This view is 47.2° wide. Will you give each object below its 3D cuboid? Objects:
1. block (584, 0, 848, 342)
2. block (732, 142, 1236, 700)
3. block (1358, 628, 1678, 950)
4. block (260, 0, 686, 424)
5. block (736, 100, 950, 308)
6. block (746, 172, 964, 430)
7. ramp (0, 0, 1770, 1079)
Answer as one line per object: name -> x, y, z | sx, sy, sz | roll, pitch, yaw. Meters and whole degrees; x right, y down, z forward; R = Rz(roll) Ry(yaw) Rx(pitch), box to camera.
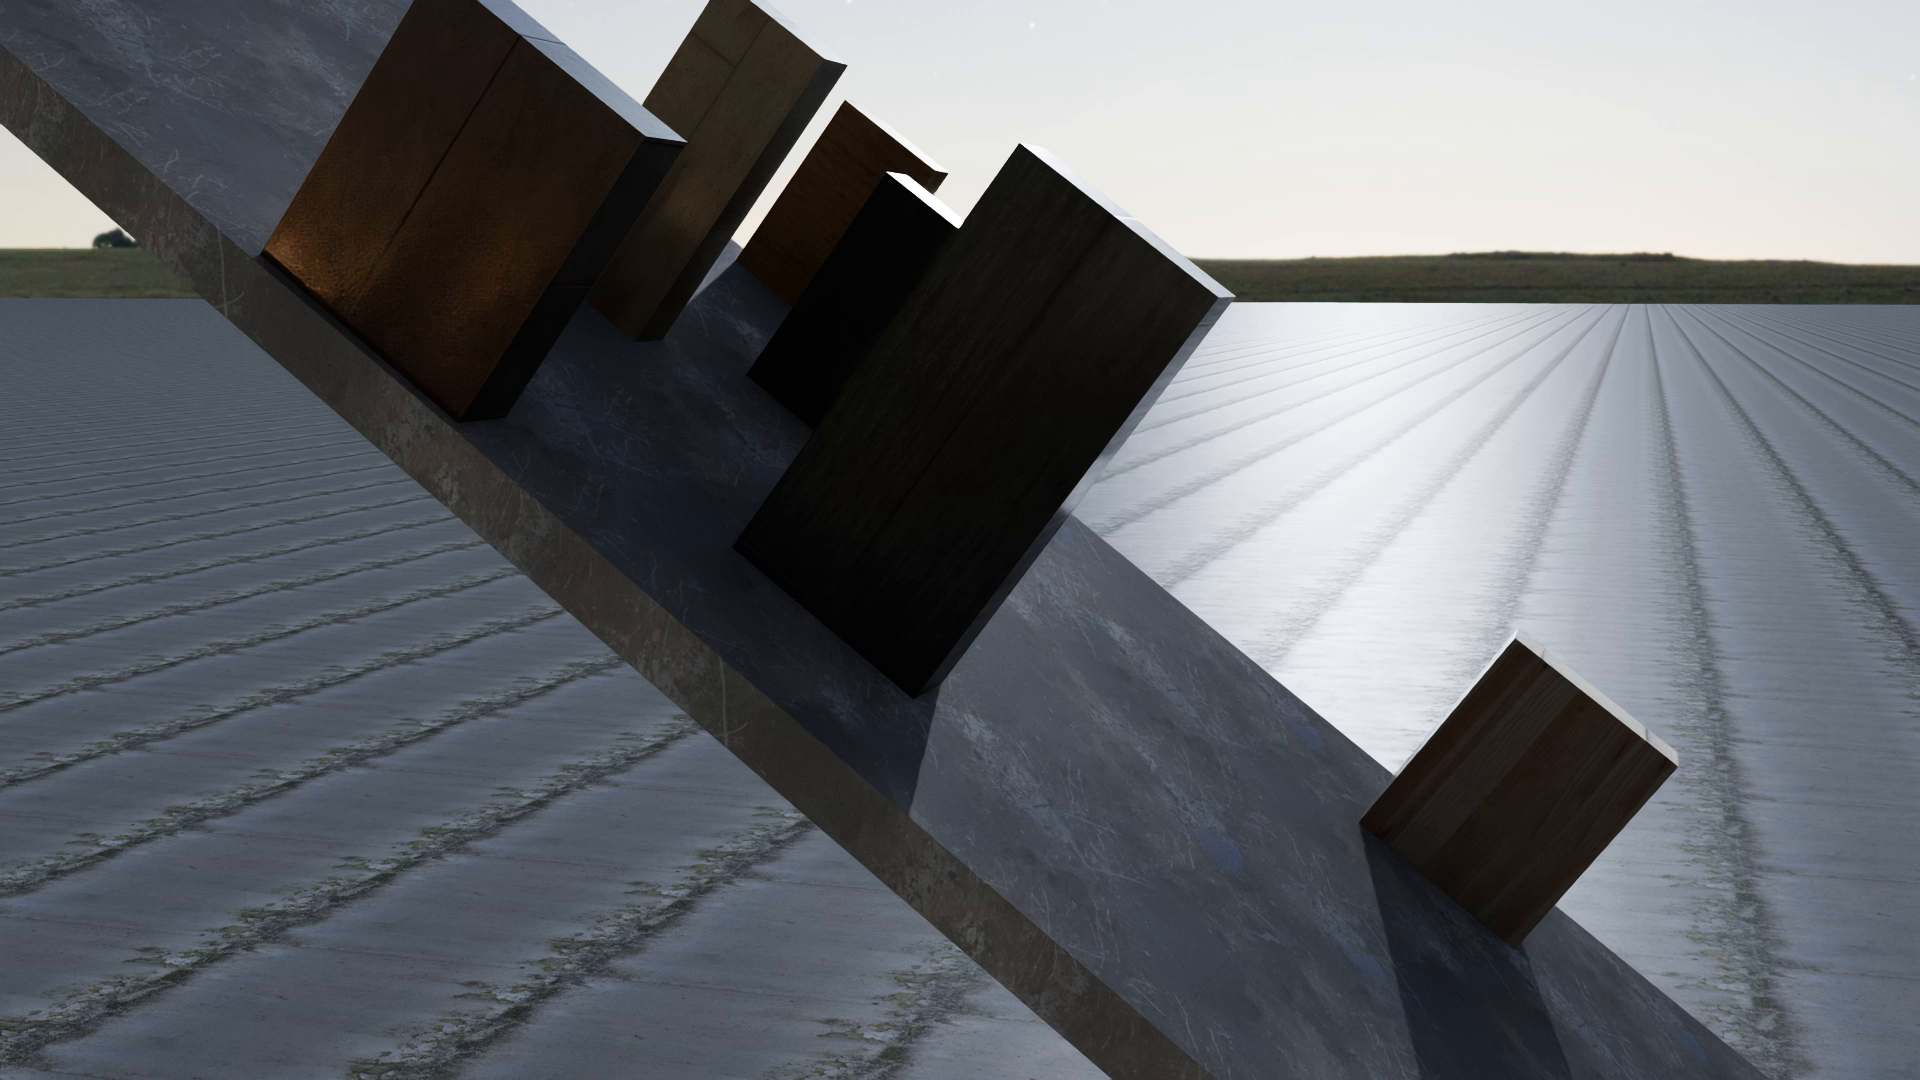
block -> -0.494, -0.691, 4.052 | 0.241, 0.628, 0.122 | 39, 16, 9
block -> 0.029, -0.180, 3.423 | 0.380, 0.783, 0.144 | 39, 16, 9
block -> 1.099, 0.489, 4.343 | 0.387, 0.484, 0.131 | 39, 16, 9
block -> -0.722, -0.504, 3.250 | 0.408, 0.512, 0.142 | 39, 16, 9
block -> -0.268, -0.733, 4.987 | 0.265, 0.446, 0.103 | 39, 16, 9
block -> -0.159, -0.434, 4.290 | 0.272, 0.489, 0.118 | 39, 16, 9
ramp -> -0.050, 0.109, 4.063 | 4.000, 0.100, 2.000 | 39, 16, 9
